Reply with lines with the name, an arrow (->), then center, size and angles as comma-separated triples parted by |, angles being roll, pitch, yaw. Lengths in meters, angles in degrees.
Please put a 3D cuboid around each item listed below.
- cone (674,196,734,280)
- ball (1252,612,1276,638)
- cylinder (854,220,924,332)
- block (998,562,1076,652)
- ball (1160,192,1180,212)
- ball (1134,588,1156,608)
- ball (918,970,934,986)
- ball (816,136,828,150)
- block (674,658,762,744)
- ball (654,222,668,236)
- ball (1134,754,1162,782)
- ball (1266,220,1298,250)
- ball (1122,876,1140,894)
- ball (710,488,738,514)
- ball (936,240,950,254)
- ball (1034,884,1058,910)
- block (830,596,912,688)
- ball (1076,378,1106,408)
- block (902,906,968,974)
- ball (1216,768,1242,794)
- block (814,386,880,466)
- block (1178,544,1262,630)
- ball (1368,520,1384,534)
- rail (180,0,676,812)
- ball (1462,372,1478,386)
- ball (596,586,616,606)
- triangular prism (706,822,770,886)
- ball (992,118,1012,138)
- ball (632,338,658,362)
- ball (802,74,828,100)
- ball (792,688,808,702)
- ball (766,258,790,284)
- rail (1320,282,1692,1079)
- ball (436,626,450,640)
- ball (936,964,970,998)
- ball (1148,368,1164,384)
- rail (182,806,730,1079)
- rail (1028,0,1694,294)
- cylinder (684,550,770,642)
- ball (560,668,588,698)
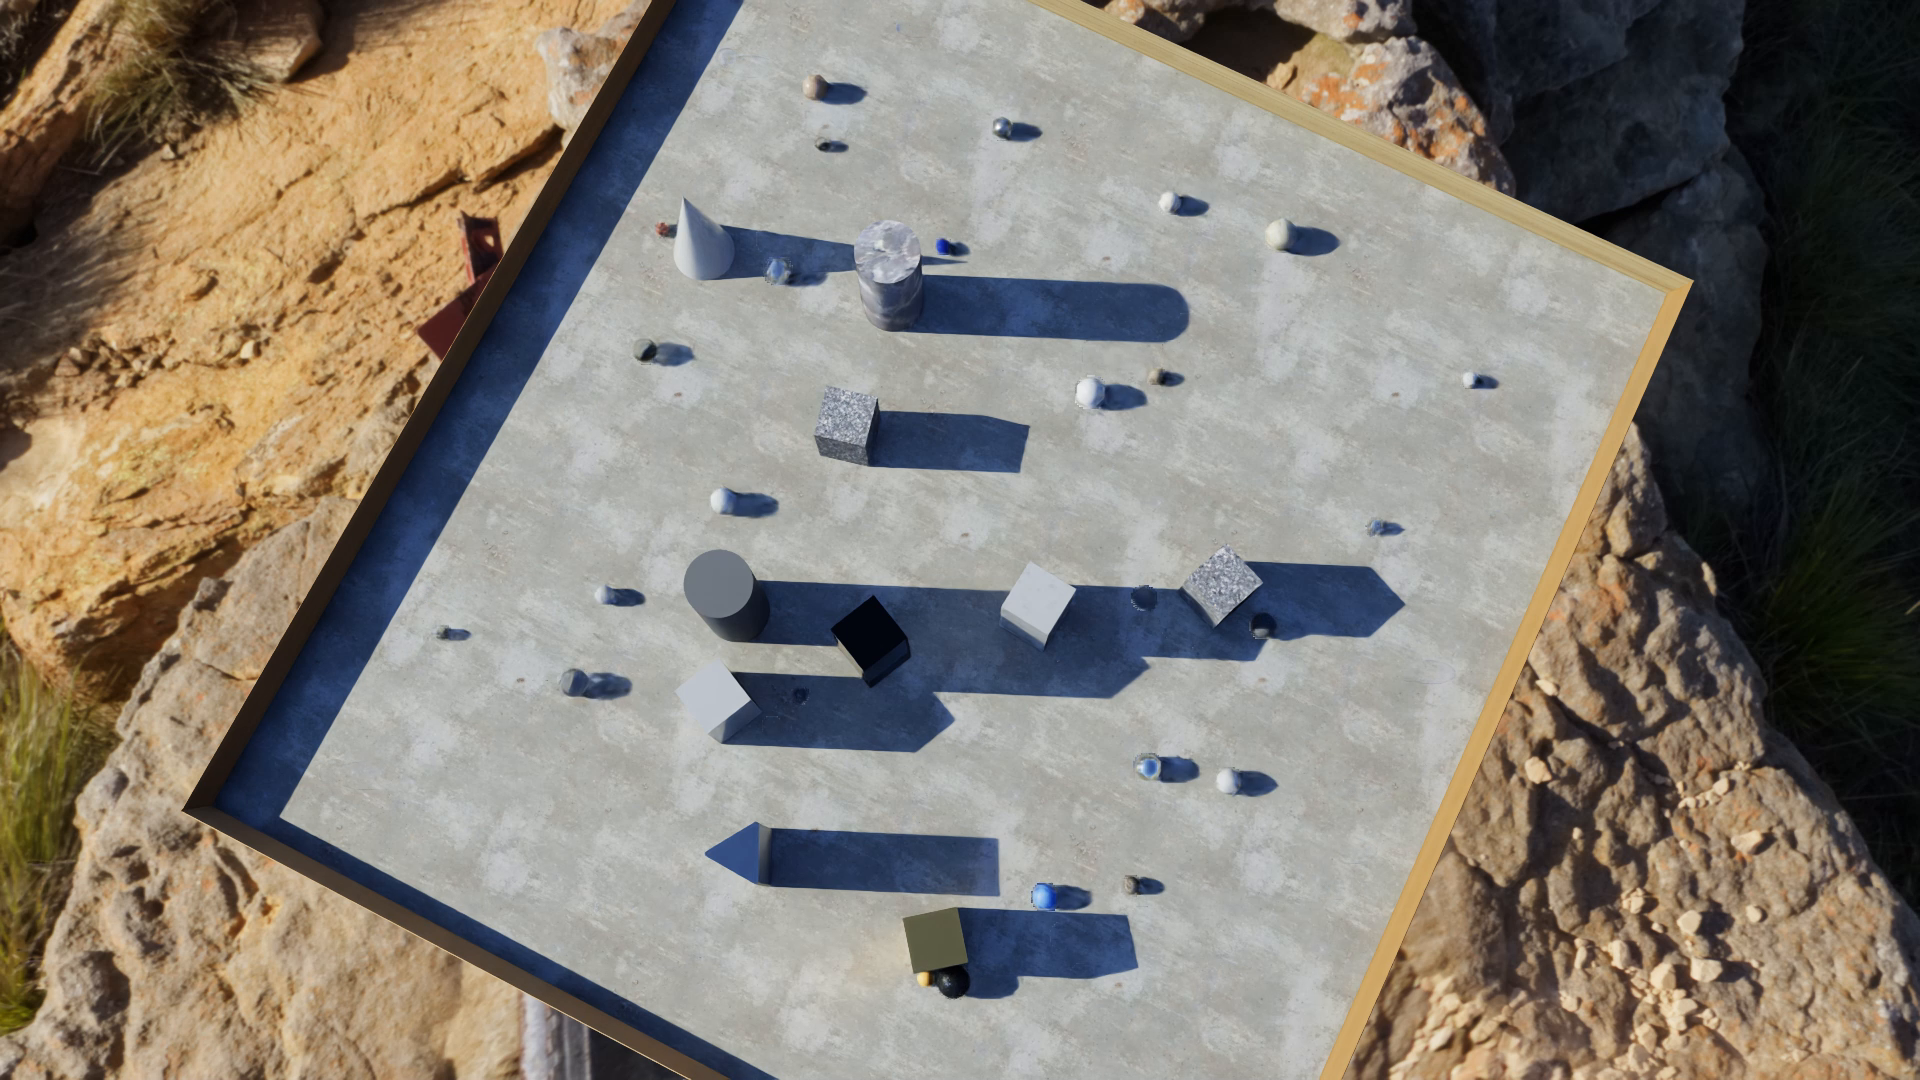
cone -> -0.810, -0.960, 5.583 | 0.195, 0.455, 0.195 | 0, 78, 0
ball -> 0.916, 0.257, 5.525 | 0.075, 0.075, 0.075 | 0, 78, 0
cylinder -> -0.211, -0.794, 5.552 | 0.195, 0.448, 0.195 | 0, 78, 0
block -> 0.226, 0.200, 5.400 | 0.156, 0.343, 0.156 | 31, 80, 6
ball -> 0.665, -1.070, 5.804 | 0.067, 0.067, 0.067 | 0, 78, 0
ball -> 0.558, 0.175, 5.547 | 0.066, 0.066, 0.066 | 0, 78, 0
ball -> -0.099, 1.274, 5.328 | 0.049, 0.049, 0.049 | 0, 78, 0
ball -> -0.442, -1.266, 5.856 | 0.043, 0.043, 0.043 | 0, 78, 0
block -> -0.703, 0.473, 5.359 | 0.156, 0.312, 0.156 | -38, 81, -7
ball -> -0.945, -0.984, 5.798 | 0.043, 0.043, 0.043 | 0, 78, 0
ball -> 0.559, 0.675, 5.436 | 0.081, 0.081, 0.081 | 0, 78, 0
ball -> 1.012, -0.960, 5.765 | 0.098, 0.098, 0.098 | 0, 78, 0
ball -> 0.502, 1.015, 5.380 | 0.052, 0.052, 0.052 | 0, 78, 0
ball -> -0.721, -0.119, 5.598 | 0.084, 0.084, 0.084 | 0, 78, 0
ball -> -0.054, -0.927, 5.785 | 0.045, 0.045, 0.045 | 0, 78, 0
ball -> 0.250, 1.045, 5.363 | 0.073, 0.073, 0.073 | 0, 78, 0
block -> -0.257, 0.302, 5.356 | 0.156, 0.387, 0.156 | -38, 81, -7
ball -> 0.403, -0.457, 5.664 | 0.091, 0.091, 0.091 | 0, 78, 0
block -> -0.069, 1.143, 5.243 | 0.156, 0.269, 0.156 | -11, 79, -2
ball -> 0.796, 0.716, 5.429 | 0.077, 0.077, 0.077 | 0, 78, 0
block -> -0.339, -0.343, 5.560 | 0.156, 0.249, 0.156 | 13, 79, 3
block -> 0.772, 0.142, 5.457 | 0.156, 0.255, 0.156 | -41, 81, -8
ball -> 1.270, -0.040, 5.601 | 0.048, 0.048, 0.048 | 0, 78, 0
rail -> -1.466, -0.711, 5.698 | 0.045, 0.127, 3.477 | 26, 80, 5
ball -> 1.587, -0.500, 5.695 | 0.048, 0.048, 0.048 | 0, 78, 0
ball -> -1.075, 0.168, 5.551 | 0.060, 0.060, 0.060 | 0, 78, 0
triangular prism -> -0.598, 0.882, 5.250 | 0.169, 0.361, 0.146 | 29, 80, 6
ball -> 0.135, -1.318, 5.856 | 0.066, 0.066, 0.066 | 0, 78, 0
ball -> -0.981, -0.591, 5.700 | 0.076, 0.076, 0.076 | 0, 78, 0
ball -> -0.465, -1.452, 5.875 | 0.082, 0.082, 0.082 | 0, 78, 0
ball -> -0.480, 0.466, 5.497 | 0.045, 0.045, 0.045 | 0, 78, 0
ball -> -0.572, -0.846, 5.751 | 0.079, 0.079, 0.079 | 0, 78, 0
rail -> 1.466, 0.725, 5.401 | 0.045, 0.127, 3.477 | 26, 80, 5
ball -> -1.563, 0.281, 5.537 | 0.041, 0.041, 0.041 | 0, 78, 0
ball -> -0.018, 1.277, 5.302 | 0.097, 0.097, 0.097 | 0, 78, 0
ball -> 0.611, -0.510, 5.698 | 0.047, 0.047, 0.047 | 0, 78, 0
rail -> -0.767, 1.509, 5.239 | 3.326, 0.127, 0.045 | 26, 80, 5
rail -> 0.767, -1.495, 5.860 | 3.326, 0.127, 0.045 | 26, 80, 5
cylinder -> -0.675, 0.168, 5.347 | 0.195, 0.459, 0.195 | 0, 78, 0
ball -> -1.155, 0.428, 5.484 | 0.086, 0.086, 0.086 | 0, 78, 0
